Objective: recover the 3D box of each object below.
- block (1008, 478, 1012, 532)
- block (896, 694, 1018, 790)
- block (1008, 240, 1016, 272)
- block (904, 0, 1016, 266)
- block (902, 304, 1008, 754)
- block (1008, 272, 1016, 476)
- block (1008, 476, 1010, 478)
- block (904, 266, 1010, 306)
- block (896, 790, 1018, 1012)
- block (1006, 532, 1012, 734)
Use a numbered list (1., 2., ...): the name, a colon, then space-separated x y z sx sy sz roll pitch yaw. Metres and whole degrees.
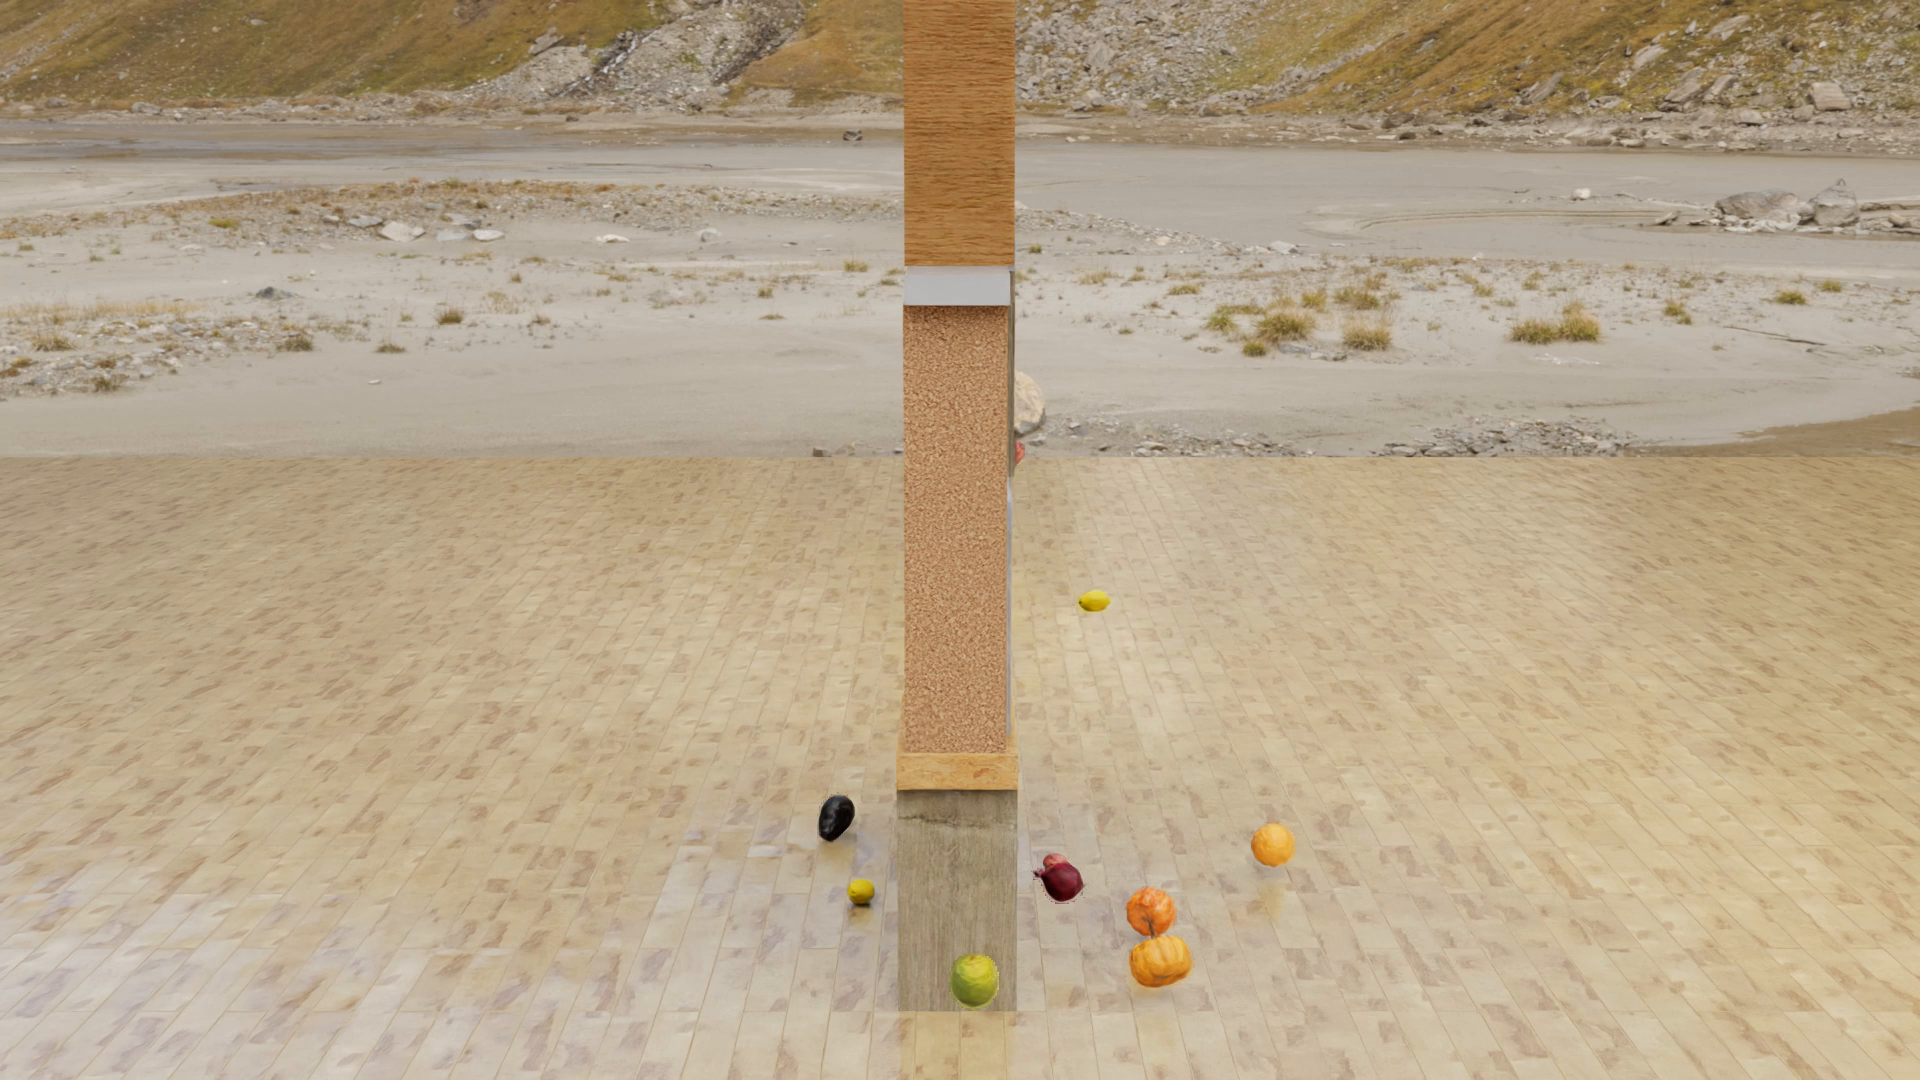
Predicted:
1. block: -0.003 -0.061 3.246 0.152 0.043 0.304 0 11 0
2. block: -0.004 0.295 3.248 0.171 0.049 0.343 0 11 0
3. block: 0.003 -0.444 3.368 0.155 0.044 0.310 0 11 0
4. block: 0.000 -0.657 3.115 0.157 0.531 0.044 0 11 2
5. block: -0.006 -0.014 3.051 0.141 0.630 0.040 0 11 3
6. block: 0.004 -0.252 3.307 0.155 0.310 0.044 0 11 -1
7. block: 0.003 -0.196 3.527 0.155 0.502 0.044 0 10 0
8. block: -0.004 -0.360 3.082 0.141 0.040 0.283 0 11 0
9. block: -0.004 0.508 3.171 0.171 0.343 0.049 0 11 0
10. block: -0.002 0.128 3.178 0.152 0.304 0.043 0 11 0
